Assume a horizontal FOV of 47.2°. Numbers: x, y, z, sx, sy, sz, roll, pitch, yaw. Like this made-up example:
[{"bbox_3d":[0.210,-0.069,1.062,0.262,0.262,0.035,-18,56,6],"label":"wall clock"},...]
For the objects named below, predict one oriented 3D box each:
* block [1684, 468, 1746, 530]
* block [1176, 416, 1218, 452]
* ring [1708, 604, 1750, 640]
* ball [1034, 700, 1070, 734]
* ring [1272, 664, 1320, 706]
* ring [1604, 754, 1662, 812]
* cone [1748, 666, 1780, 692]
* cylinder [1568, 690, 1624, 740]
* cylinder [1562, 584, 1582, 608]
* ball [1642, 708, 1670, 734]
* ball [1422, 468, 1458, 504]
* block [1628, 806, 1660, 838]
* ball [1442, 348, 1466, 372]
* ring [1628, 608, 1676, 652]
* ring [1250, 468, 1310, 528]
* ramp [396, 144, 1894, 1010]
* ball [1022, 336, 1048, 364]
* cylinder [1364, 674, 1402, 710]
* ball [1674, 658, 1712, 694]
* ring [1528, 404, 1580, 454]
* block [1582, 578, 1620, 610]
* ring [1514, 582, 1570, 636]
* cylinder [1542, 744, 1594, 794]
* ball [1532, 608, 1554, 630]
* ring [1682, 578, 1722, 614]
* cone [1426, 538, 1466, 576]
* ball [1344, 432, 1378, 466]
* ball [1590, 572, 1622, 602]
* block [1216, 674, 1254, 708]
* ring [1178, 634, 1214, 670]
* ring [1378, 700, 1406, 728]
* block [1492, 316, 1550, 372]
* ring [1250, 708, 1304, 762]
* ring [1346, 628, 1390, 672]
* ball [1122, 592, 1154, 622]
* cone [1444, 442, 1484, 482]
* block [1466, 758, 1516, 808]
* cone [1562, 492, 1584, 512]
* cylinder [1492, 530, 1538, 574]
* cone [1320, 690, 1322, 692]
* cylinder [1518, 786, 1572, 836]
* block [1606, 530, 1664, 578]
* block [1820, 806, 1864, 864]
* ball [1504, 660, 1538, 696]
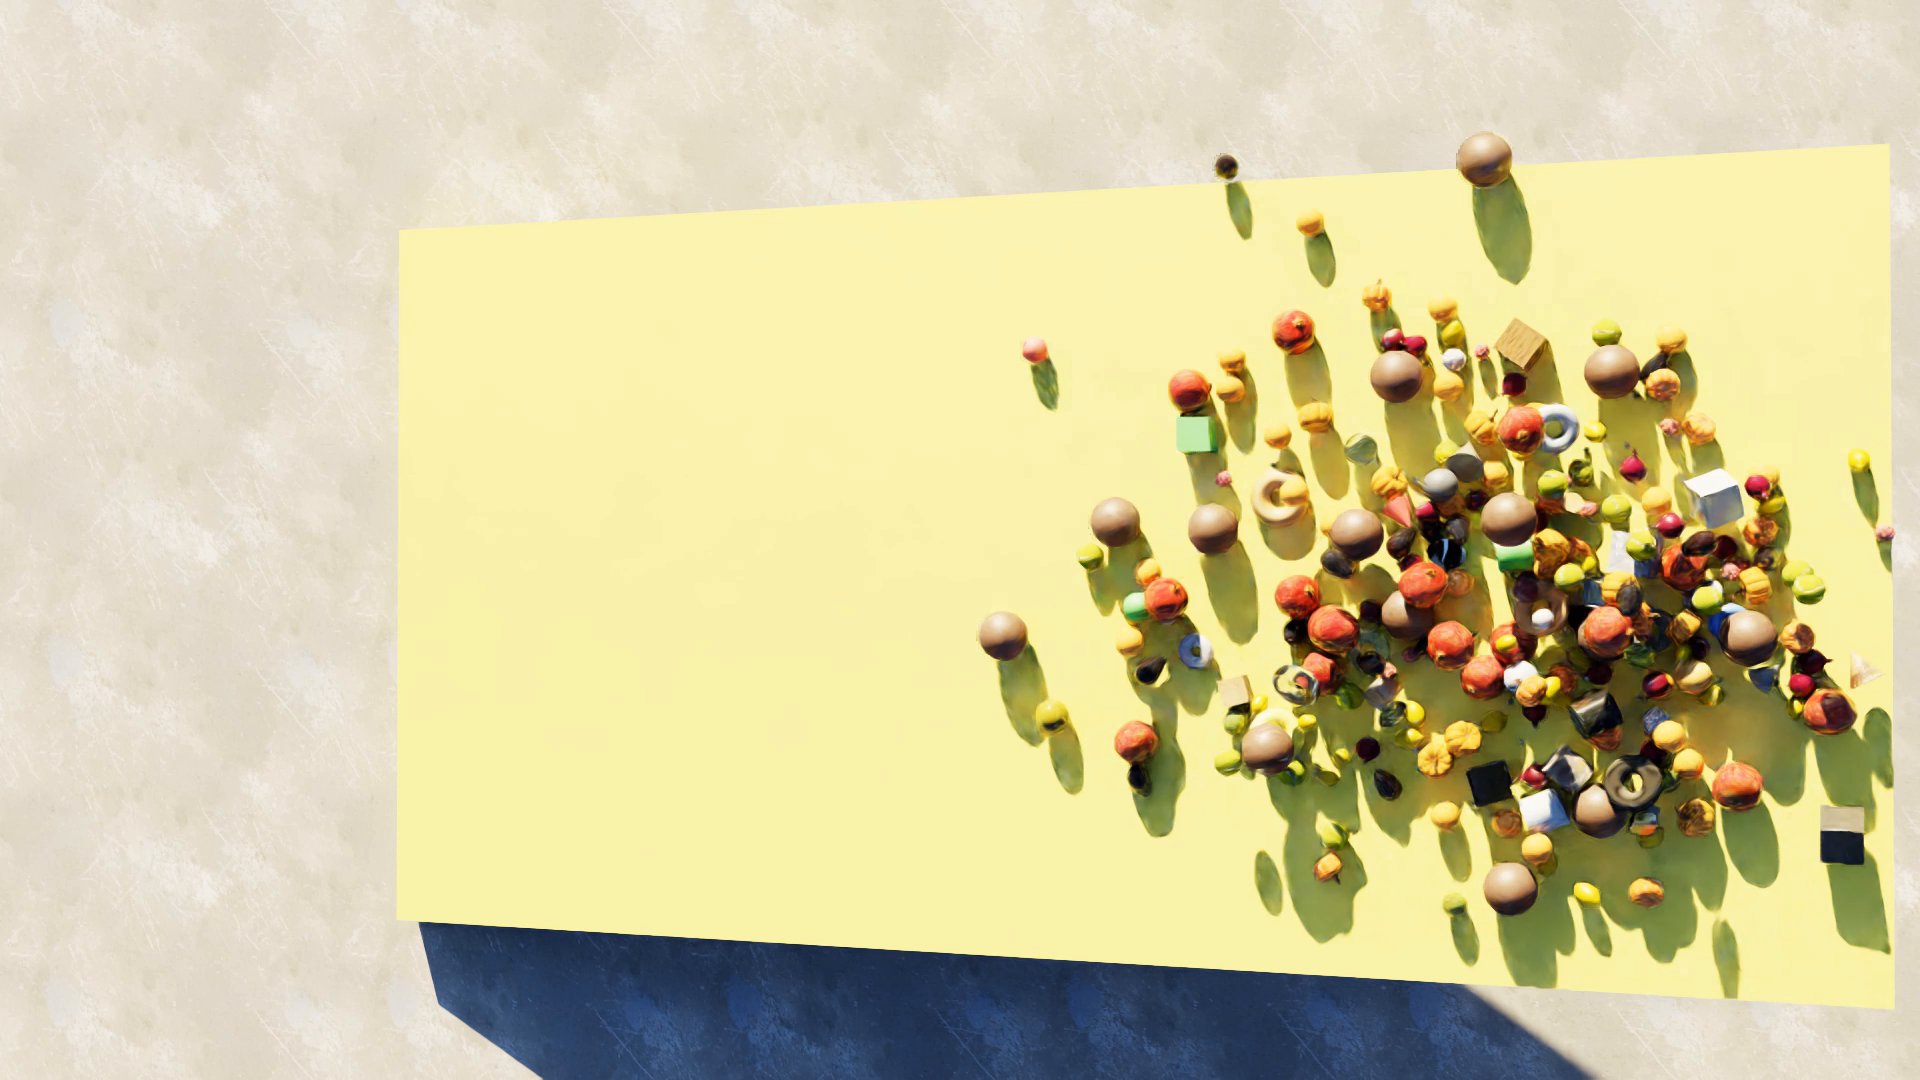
[{"bbox_3d":[1.764,-0.095,5.141,0.092,0.092,0.092,-21,116,1],"label":"block"},{"bbox_3d":[0.600,-0.266,5.574,0.084,0.084,0.084,-1,89,20],"label":"block"},{"bbox_3d":[1.807,0.194,5.165,0.097,0.032,0.097,2,119,4],"label":"ring"},{"bbox_3d":[0.239,0.458,5.686,0.091,0.091,0.091,0,89,0],"label":"ball"},{"bbox_3d":[0.825,0.357,5.394,0.124,0.124,0.041,38,53,0],"label":"ring"},{"bbox_3d":[1.573,0.568,5.139,0.135,0.045,0.135,-8,76,35],"label":"ring"},{"bbox_3d":[1.897,0.311,5.152,0.067,0.067,0.067,-33,89,-11],"label":"cone"},{"bbox_3d":[1.497,0.412,5.179,0.091,0.091,0.091,-26,89,-1],"label":"cylinder"},{"bbox_3d":[1.451,0.142,5.280,0.056,0.056,0.056,14,59,-24],"label":"cylinder"},{"bbox_3d":[1.647,0.428,5.204,0.063,0.063,0.063,0,89,0],"label":"ball"},{"bbox_3d":[1.164,-0.131,5.323,0.086,0.086,0.086,0,89,0],"label":"ball"},{"bbox_3d":[1.606,0.656,5.163,0.052,0.052,0.052,15,53,10],"label":"block"},{"bbox_3d":[1.209,-0.441,5.384,0.057,0.057,0.057,0,89,0],"label":"ball"},{"bbox_3d":[1.646,0.215,5.232,0.109,0.036,0.109,-5,76,21],"label":"ring"},{"bbox_3d":[0.802,-0.106,5.523,0.150,0.050,0.150,0,90,20],"label":"ring"},{"bbox_3d":[0.278,0.091,5.778,4.000,0.100,2.000,0,89,19],"label":"ramp"},{"bbox_3d":[0.194,-0.496,5.725,0.070,0.070,0.070,0,89,0],"label":"ball"},{"bbox_3d":[1.041,0.375,5.412,0.065,0.065,0.065,47,64,1],"label":"cylinder"},{"bbox_3d":[1.722,0.320,5.167,0.086,0.086,0.086,0,89,0],"label":"ball"},{"bbox_3d":[1.417,-0.265,5.245,0.122,0.041,0.122,1,104,4],"label":"ring"},{"bbox_3d":[1.505,0.128,5.168,0.061,0.061,0.061,8,85,37],"label":"block"},{"bbox_3d":[1.386,0.164,5.242,0.134,0.045,0.134,-8,72,25],"label":"ring"},{"bbox_3d":[1.451,0.547,5.247,0.084,0.084,0.084,40,89,2],"label":"cylinder"},{"bbox_3d":[1.370,0.187,5.167,0.051,0.051,0.051,0,89,0],"label":"ball"},{"bbox_3d":[1.748,0.131,5.179,0.098,0.098,0.033,-40,122,-1],"label":"ring"},{"bbox_3d":[1.180,0.062,5.380,0.095,0.095,0.095,1,52,-2],"label":"cone"},{"bbox_3d":[0.993,-0.225,5.441,0.083,0.083,0.083,0,89,0],"label":"ball"},{"bbox_3d":[1.538,0.118,5.248,0.086,0.086,0.086,0,89,0],"label":"ball"},{"bbox_3d":[0.695,0.380,5.543,0.068,0.068,0.068,-17,84,18],"label":"block"},{"bbox_3d":[0.600,0.284,5.589,0.094,0.031,0.094,5,100,30],"label":"ring"},{"bbox_3d":[1.064,0.428,5.411,0.028,0.083,0.083,43,89,-11],"label":"ring"},{"bbox_3d":[1.357,-0.472,5.313,0.090,0.090,0.090,39,101,19],"label":"block"},{"bbox_3d":[0.793,0.487,5.498,0.138,0.046,0.138,1,70,-2],"label":"ring"},{"bbox_3d":[1.011,0.274,5.452,0.111,0.037,0.111,1,93,22],"label":"ring"},{"bbox_3d":[0.456,0.171,5.623,0.077,0.077,0.077,0,89,0],"label":"ball"},{"bbox_3d":[1.235,-0.209,5.350,0.097,0.097,0.097,22,50,0],"label":"cone"},{"bbox_3d":[1.286,0.588,5.326,0.090,0.090,0.090,-18,84,18],"label":"block"},{"bbox_3d":[1.458,-0.079,5.266,0.054,0.054,0.054,1,63,-2],"label":"cone"},{"bbox_3d":[1.339,0.029,5.310,0.086,0.086,0.086,-15,89,23],"label":"cylinder"},{"bbox_3d":[0.869,0.368,5.500,0.081,0.081,0.081,16,89,-8],"label":"cone"},{"bbox_3d":[1.405,0.653,5.283,0.093,0.093,0.093,-25,89,17],"label":"cylinder"},{"bbox_3d":[1.601,0.035,5.211,0.098,0.098,0.098,11,94,30],"label":"block"},{"bbox_3d":[2.024,0.677,5.047,0.093,0.093,0.093,1,121,24],"label":"block"},{"bbox_3d":[1.336,0.329,5.236,0.082,0.082,0.082,0,89,0],"label":"ball"}]
